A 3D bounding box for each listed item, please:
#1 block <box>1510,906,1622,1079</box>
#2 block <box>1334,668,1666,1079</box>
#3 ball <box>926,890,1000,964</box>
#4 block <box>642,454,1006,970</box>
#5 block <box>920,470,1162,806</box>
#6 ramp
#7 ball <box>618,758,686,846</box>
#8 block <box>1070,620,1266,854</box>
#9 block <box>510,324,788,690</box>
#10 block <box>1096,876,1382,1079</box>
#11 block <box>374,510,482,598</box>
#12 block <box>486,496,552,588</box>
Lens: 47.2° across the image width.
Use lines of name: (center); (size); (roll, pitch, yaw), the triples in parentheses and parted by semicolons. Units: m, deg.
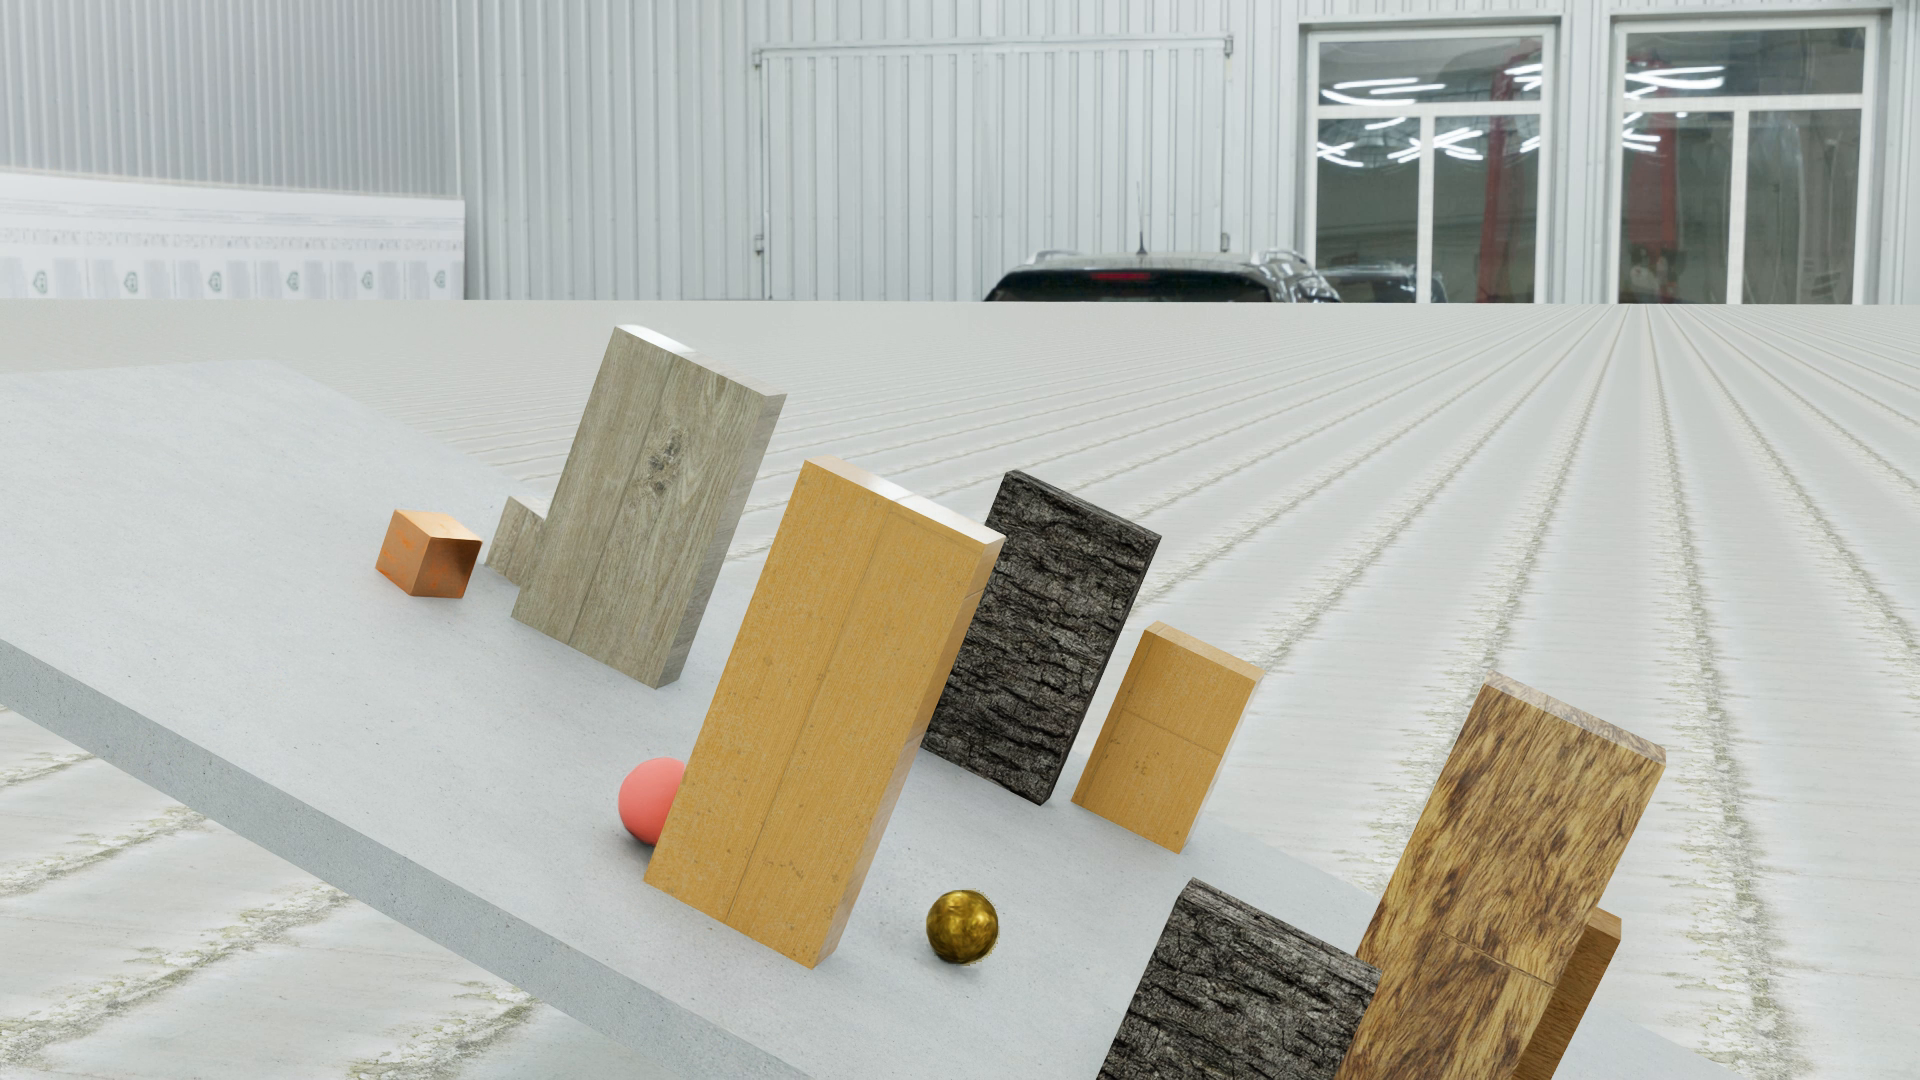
block: (0.908, 0.797, 3.880); (0.346, 0.436, 0.134); (25, 13, 13)
block: (0.835, 0.639, 3.593); (0.302, 0.795, 0.139); (25, 13, 13)
ball: (0.004, 0.649, 3.693); (0.123, 0.123, 0.123); (0, 7, 0)
block: (-0.219, 0.271, 3.466); (0.313, 0.742, 0.110); (25, 13, 13)
block: (0.143, 0.204, 4.616); (0.340, 0.617, 0.083); (25, 13, 13)
ramp: (-0.299, 0.526, 4.190); (4.000, 0.100, 2.000); (25, 13, 13)
ball: (-0.496, 0.438, 3.668); (0.147, 0.147, 0.147); (0, 7, 0)
block: (0.445, 0.420, 4.701); (0.257, 0.413, 0.129); (25, 13, 13)
block: (-0.626, -0.068, 4.404); (0.345, 0.638, 0.113); (25, 13, 13)
block: (0.352, 0.752, 3.058); (0.288, 0.474, 0.100); (25, 13, 13)
block: (-1.069, 0.029, 4.424); (0.130, 0.130, 0.130); (31, 16, 36)
block: (-0.885, 0.014, 4.720); (0.160, 0.160, 0.160); (31, 15, 33)
